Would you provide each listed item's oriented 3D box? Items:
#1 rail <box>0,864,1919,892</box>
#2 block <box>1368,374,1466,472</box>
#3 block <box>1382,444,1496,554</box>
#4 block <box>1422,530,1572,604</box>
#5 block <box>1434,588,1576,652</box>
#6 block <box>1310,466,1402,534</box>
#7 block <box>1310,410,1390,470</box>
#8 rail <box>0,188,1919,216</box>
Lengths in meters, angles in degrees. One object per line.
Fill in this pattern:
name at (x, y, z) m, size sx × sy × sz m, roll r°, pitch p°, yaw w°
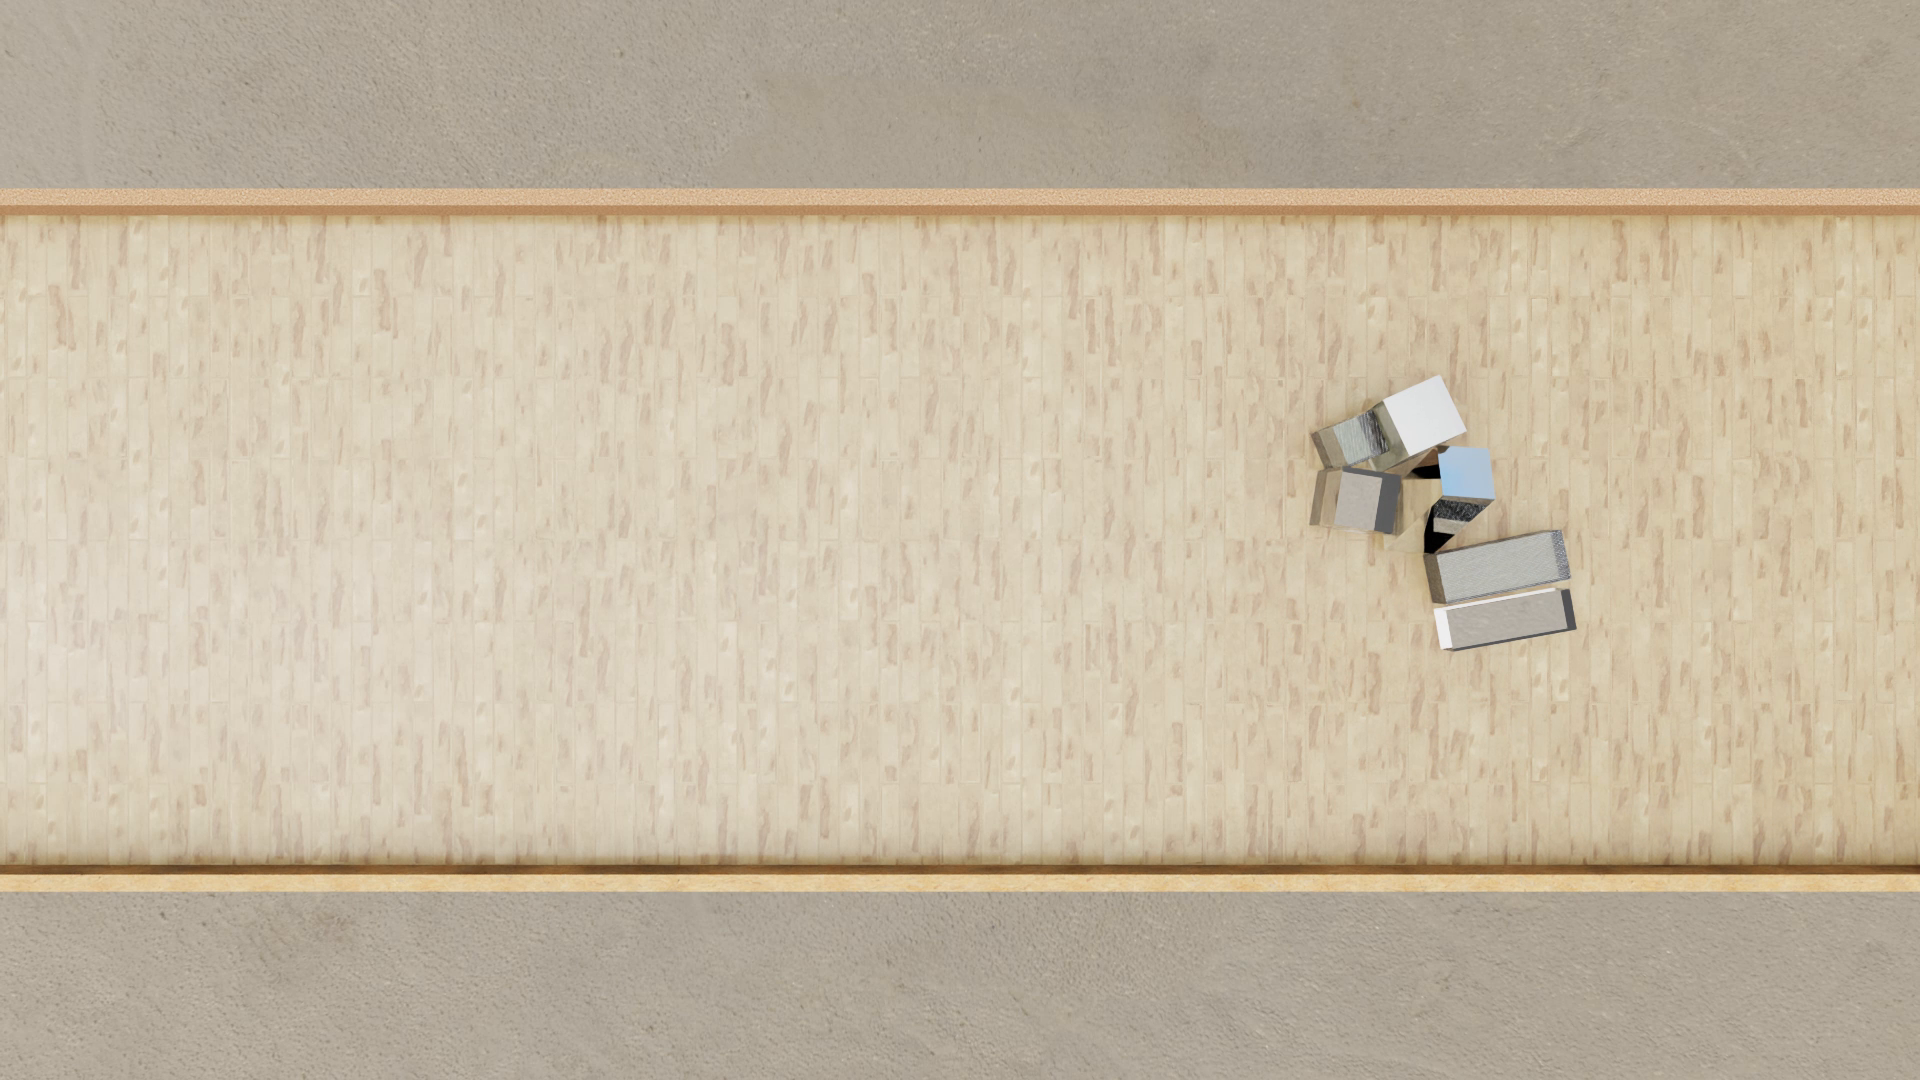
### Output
rail at (-2.247, 1.025, 5.001) m, size 12.000 × 0.150 × 0.050 m, roll 0°, pitch 90°, yaw 0°
block at (1.313, -0.332, 4.853) m, size 0.176 × 0.430 × 0.176 m, roll -24°, pitch 85°, yaw -1°
block at (1.397, -0.115, 4.849) m, size 0.158 × 0.407 × 0.158 m, roll 4°, pitch 67°, yaw -9°
block at (1.625, 0.081, 5.001) m, size 0.381 × 0.151 × 0.151 m, roll -12°, pitch 90°, yaw 0°
block at (1.655, 0.241, 5.014) m, size 0.378 × 0.125 × 0.125 m, roll -10°, pitch 90°, yaw 0°
block at (1.172, -0.116, 4.908) m, size 0.170 × 0.337 × 0.170 m, roll 9°, pitch 90°, yaw 0°
block at (1.161, -0.292, 4.924) m, size 0.127 × 0.305 × 0.127 m, roll -22°, pitch 90°, yaw 0°
rail at (-2.247, -1.025, 5.002) m, size 12.000 × 0.150 × 0.050 m, roll 0°, pitch 90°, yaw 0°
